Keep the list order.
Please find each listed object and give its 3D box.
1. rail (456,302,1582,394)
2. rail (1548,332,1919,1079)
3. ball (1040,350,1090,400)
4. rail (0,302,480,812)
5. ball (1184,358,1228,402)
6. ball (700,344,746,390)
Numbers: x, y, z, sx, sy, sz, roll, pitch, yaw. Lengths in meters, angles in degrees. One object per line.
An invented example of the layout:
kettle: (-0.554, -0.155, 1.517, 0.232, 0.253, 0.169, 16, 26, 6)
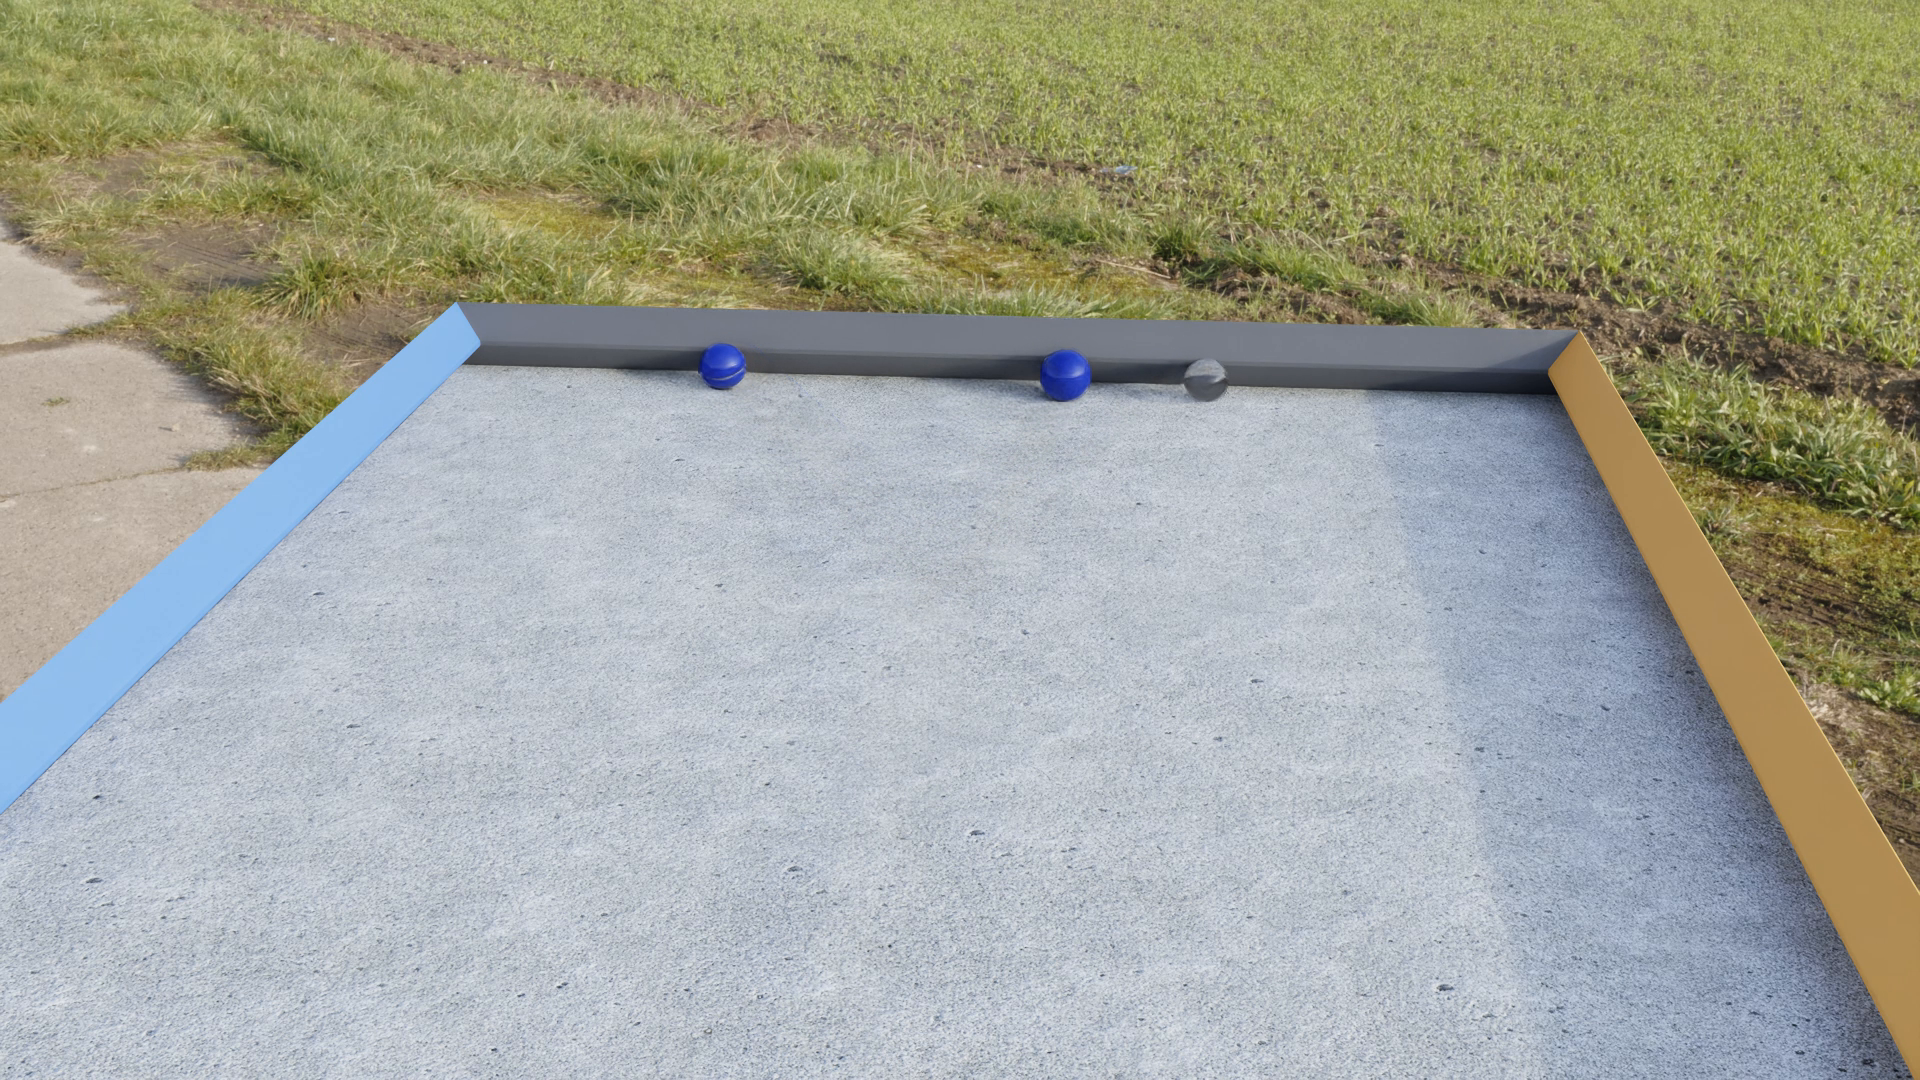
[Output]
rail: (0.059, -0.251, 2.943, 1.514, 0.088, 0.045, 2, 22, 5)
rail: (0.669, 0.257, 1.668, 0.045, 0.088, 2.669, 2, 22, 5)
ball: (0.138, -0.216, 2.885, 0.068, 0.068, 0.068, 0, 22, 0)
rail: (-0.791, 0.207, 1.793, 0.045, 0.088, 2.669, 2, 22, 5)
ball: (0.322, -0.209, 2.882, 0.057, 0.057, 0.057, 0, 22, 0)
ball: (-0.315, -0.232, 2.933, 0.061, 0.061, 0.061, 0, 22, 0)
